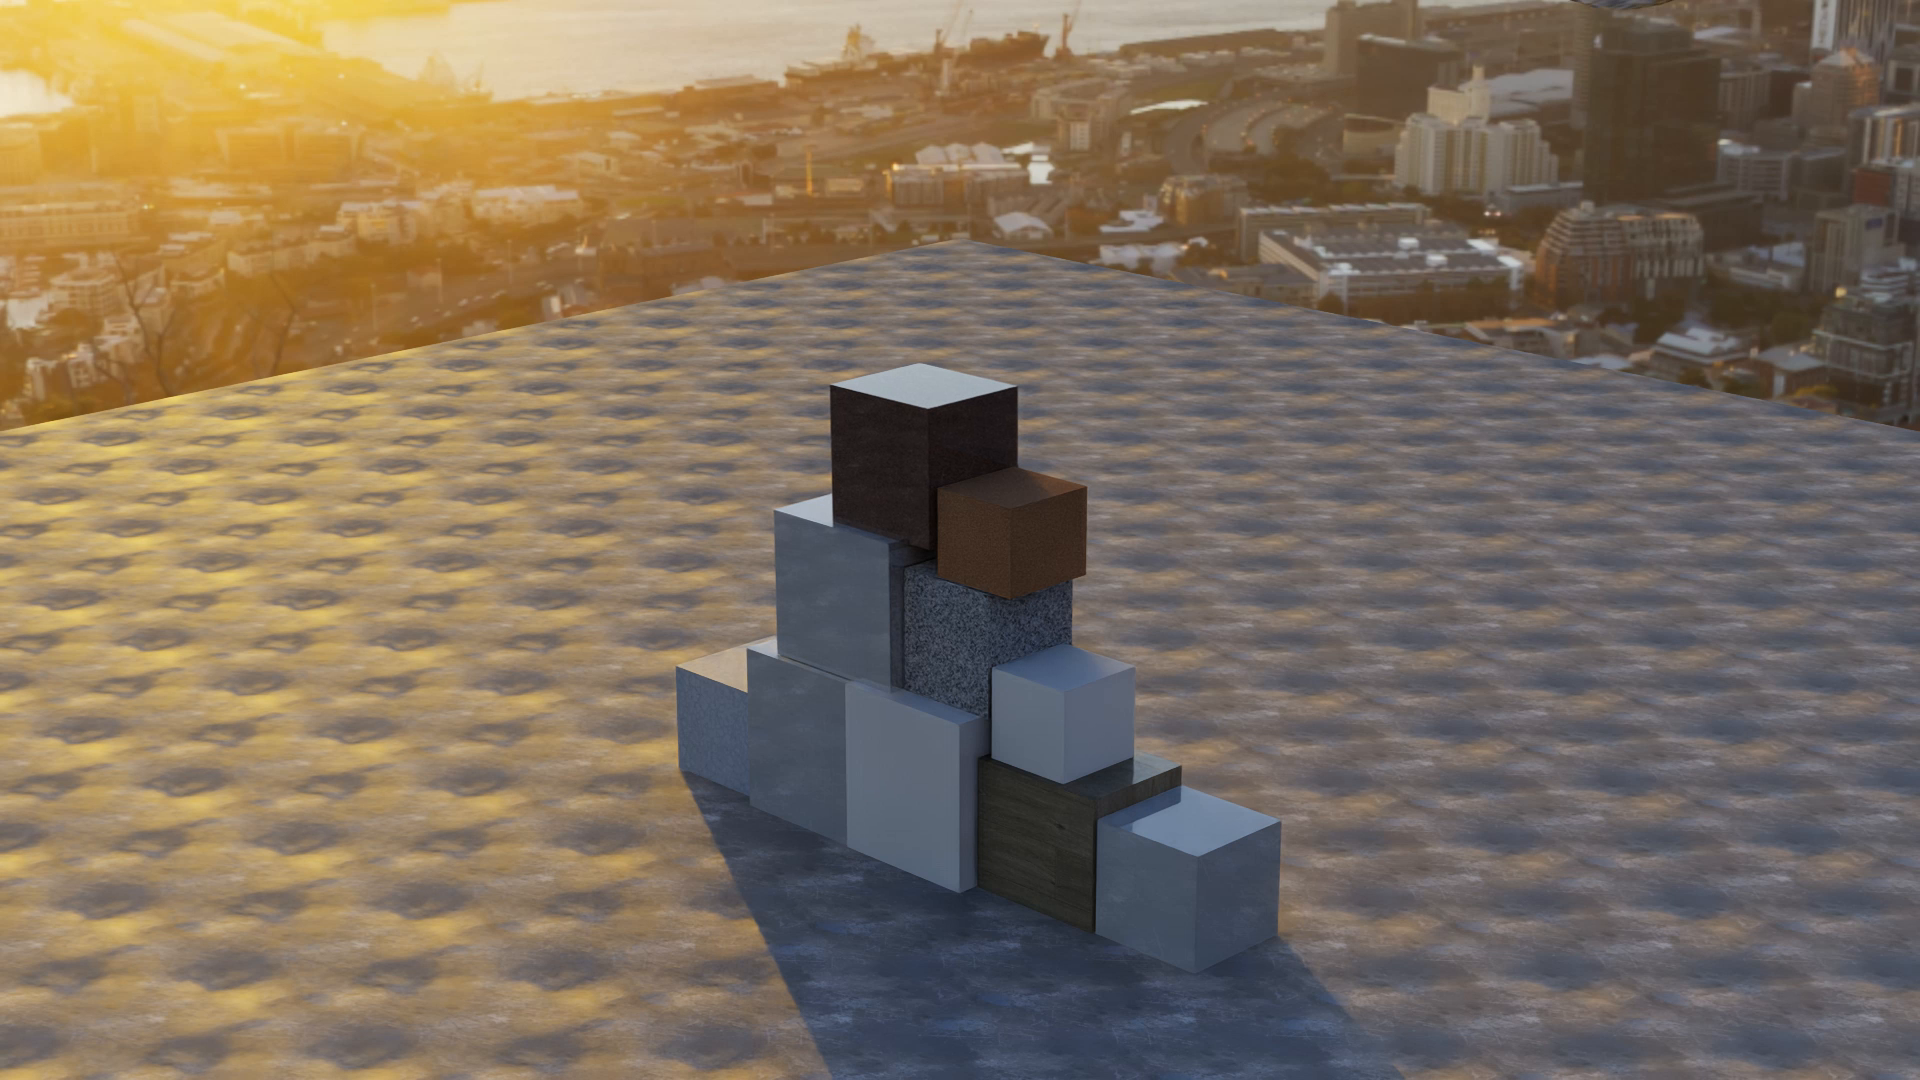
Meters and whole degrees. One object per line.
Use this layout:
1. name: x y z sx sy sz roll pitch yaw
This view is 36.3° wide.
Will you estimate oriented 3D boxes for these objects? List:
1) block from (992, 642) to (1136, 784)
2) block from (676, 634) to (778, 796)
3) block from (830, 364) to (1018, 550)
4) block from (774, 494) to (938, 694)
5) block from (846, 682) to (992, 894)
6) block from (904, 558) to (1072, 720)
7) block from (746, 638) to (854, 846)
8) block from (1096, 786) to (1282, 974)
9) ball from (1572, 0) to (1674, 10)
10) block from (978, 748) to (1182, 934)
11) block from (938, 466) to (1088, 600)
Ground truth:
1. block: 0.460 0.769 13.080 0.463 0.431 0.440 -17 24 -42
2. block: -0.961 0.878 14.649 0.657 0.541 0.618 -17 24 -42
3. block: -0.163 -0.392 13.403 0.569 0.650 0.636 -17 24 -42
4. block: -0.343 0.204 13.787 0.710 0.715 0.776 -17 24 -42
5. block: 0.019 1.045 13.661 0.807 0.815 0.744 -17 24 -42
6. block: 0.129 0.406 13.355 0.547 0.587 0.533 -17 24 -42
7. block: -0.505 0.895 14.145 0.764 0.811 0.694 -17 24 -42
8. block: 0.992 1.469 12.770 0.557 0.540 0.571 -17 24 -42
9. ball: 3.645 -3.704 15.998 1.600 1.600 1.600 0 17 0
10. block: 0.534 1.289 13.192 0.582 0.630 0.701 -17 24 -42
11. block: 0.233 -0.037 13.095 0.489 0.414 0.455 -17 24 -42
